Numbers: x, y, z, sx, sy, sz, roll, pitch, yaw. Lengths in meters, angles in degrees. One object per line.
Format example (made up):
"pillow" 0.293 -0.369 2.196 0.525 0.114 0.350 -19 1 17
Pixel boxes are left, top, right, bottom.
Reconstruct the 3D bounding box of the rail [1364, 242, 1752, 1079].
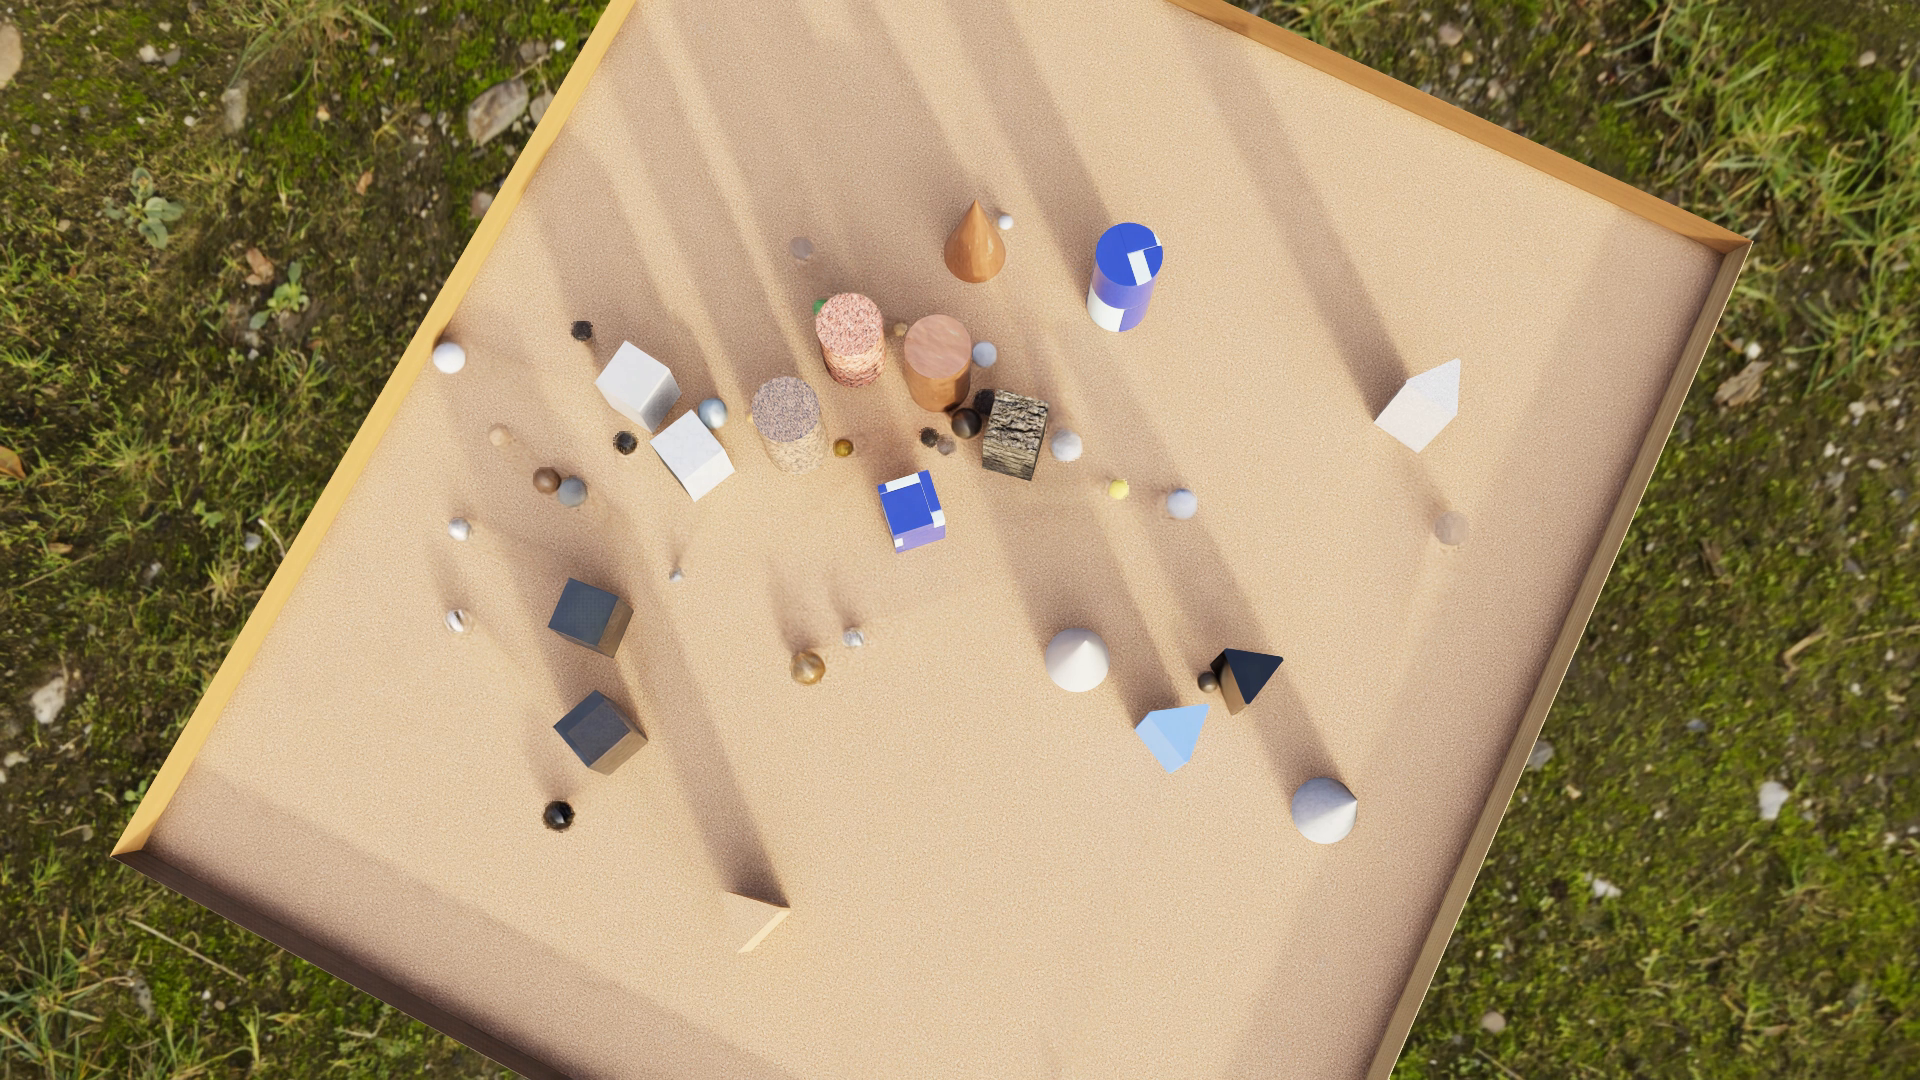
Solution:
"rail" 1.571 0.776 5.390 0.045 0.128 3.881 26 80 5

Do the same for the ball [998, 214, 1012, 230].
"ball" 0.142 -1.006 5.800 0.048 0.048 0.048 0 78 0

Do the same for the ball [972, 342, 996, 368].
"ball" 0.076 -0.574 5.696 0.077 0.077 0.077 0 78 0

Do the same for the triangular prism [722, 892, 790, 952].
"triangular prism" -0.609 1.060 5.227 0.170 0.333 0.147 -43 81 -8

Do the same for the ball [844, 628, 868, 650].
"ball" -0.314 0.297 5.520 0.069 0.069 0.069 0 78 0

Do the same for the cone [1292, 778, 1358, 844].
"cone" 1.083 0.757 5.222 0.197 0.467 0.197 0 78 0

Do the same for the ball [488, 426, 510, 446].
"ball" -1.419 -0.319 5.650 0.065 0.065 0.065 0 78 0

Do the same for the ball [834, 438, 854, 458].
"ball" -0.357 -0.284 5.646 0.057 0.057 0.057 0 78 0

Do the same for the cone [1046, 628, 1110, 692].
"cone" 0.355 0.323 5.351 0.197 0.390 0.197 0 78 0

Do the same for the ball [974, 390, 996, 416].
"ball" 0.082 -0.423 5.664 0.078 0.078 0.078 0 78 0

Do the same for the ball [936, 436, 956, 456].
"ball" -0.043 -0.290 5.648 0.057 0.057 0.057 0 78 0

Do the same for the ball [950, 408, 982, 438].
"ball" 0.017 -0.359 5.642 0.096 0.096 0.096 0 78 0

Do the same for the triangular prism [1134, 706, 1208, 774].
"triangular prism" 0.634 0.545 5.292 0.147 0.414 0.170 -37 81 -7

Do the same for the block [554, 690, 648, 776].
"block" -1.043 0.566 5.340 0.157 0.312 0.157 -41 81 -8

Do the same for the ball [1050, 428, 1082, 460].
"ball" 0.326 -0.293 5.628 0.097 0.097 0.097 0 78 0

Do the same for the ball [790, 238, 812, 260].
"ball" -0.500 -0.917 5.773 0.065 0.065 0.065 0 78 0

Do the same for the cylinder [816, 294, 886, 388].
"cylinder" -0.327 -0.604 5.575 0.197 0.326 0.197 0 78 0

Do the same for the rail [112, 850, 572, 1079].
"rail" -0.857 1.686 5.201 3.559 0.128 0.045 26 80 5

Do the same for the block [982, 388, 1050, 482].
"block" 0.165 -0.311 5.501 0.157 0.352 0.157 15 79 3

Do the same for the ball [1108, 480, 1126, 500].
"ball" 0.483 -0.154 5.620 0.056 0.056 0.056 0 78 0

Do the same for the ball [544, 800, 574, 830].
"ball" -1.181 0.812 5.403 0.089 0.089 0.089 0 78 0

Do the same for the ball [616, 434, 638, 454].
"ball" -1.028 -0.295 5.644 0.066 0.066 0.066 0 78 0

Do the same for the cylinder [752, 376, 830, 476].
"cylinder" -0.503 -0.336 5.480 0.197 0.403 0.197 0 78 0

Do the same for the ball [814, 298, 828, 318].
"ball" -0.426 -0.721 5.732 0.066 0.066 0.066 0 78 0

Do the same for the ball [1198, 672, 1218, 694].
"ball" 0.744 0.429 5.495 0.064 0.064 0.064 0 78 0

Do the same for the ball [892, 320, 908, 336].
"ball" -0.188 -0.662 5.729 0.048 0.048 0.048 0 78 0

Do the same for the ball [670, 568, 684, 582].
"ball" -0.858 0.107 5.573 0.042 0.042 0.042 0 78 0

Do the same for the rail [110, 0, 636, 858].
"rail" -1.571 -0.762 5.708 0.045 0.128 3.881 26 80 5

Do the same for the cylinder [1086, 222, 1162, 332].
"cylinder" 0.495 -0.792 5.564 0.197 0.424 0.197 0 78 0

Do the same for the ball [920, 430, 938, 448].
"ball" -0.096 -0.313 5.655 0.052 0.052 0.052 0 78 0

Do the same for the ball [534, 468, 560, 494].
"ball" -1.263 -0.179 5.613 0.081 0.081 0.081 0 78 0

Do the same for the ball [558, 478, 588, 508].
"ball" -1.182 -0.144 5.601 0.090 0.090 0.090 0 78 0

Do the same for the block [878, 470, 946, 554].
"block" -0.143 -0.082 5.496 0.157 0.270 0.157 -18 79 -4

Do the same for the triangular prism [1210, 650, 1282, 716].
"triangular prism" 0.815 0.388 5.386 0.147 0.295 0.170 38 81 7

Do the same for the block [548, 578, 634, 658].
"block" -1.092 0.234 5.438 0.157 0.255 0.157 21 79 4

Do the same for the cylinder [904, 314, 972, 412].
"cylinder" -0.065 -0.529 5.539 0.197 0.366 0.197 0 78 0

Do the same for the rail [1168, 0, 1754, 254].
"rail" 0.857 -1.672 5.896 3.559 0.128 0.045 26 80 5

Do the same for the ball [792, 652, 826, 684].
"ball" -0.453 0.384 5.487 0.098 0.098 0.098 0 78 0

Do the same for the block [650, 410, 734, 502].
"block" -0.806 -0.251 5.531 0.157 0.269 0.157 -39 81 -7

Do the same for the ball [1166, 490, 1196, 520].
"ball" 0.675 -0.108 5.592 0.091 0.091 0.091 0 78 0

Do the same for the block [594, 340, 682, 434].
"block" -0.976 -0.462 5.577 0.157 0.265 0.157 33 80 6

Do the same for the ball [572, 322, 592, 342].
"ball" -1.181 -0.649 5.720 0.061 0.061 0.061 0 78 0

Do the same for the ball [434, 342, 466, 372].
"ball" -1.584 -0.568 5.684 0.097 0.097 0.097 0 78 0

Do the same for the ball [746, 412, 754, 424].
"ball" -0.640 -0.379 5.674 0.041 0.041 0.041 0 78 0

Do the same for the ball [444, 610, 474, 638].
"ball" -1.510 0.254 5.520 0.086 0.086 0.086 0 78 0

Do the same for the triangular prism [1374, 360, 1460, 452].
"triangular prism" 1.396 -0.421 5.485 0.170 0.428 0.147 36 81 7

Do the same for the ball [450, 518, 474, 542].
"ball" -1.520 -0.030 5.587 0.069 0.069 0.069 0 78 0

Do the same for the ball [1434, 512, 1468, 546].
"ball" 1.493 -0.033 5.573 0.098 0.098 0.098 0 78 0

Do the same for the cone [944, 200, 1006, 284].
"cone" 0.047 -0.953 5.581 0.197 0.456 0.197 0 78 0

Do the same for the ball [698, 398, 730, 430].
"ball" -0.760 -0.390 5.649 0.095 0.095 0.095 0 78 0
